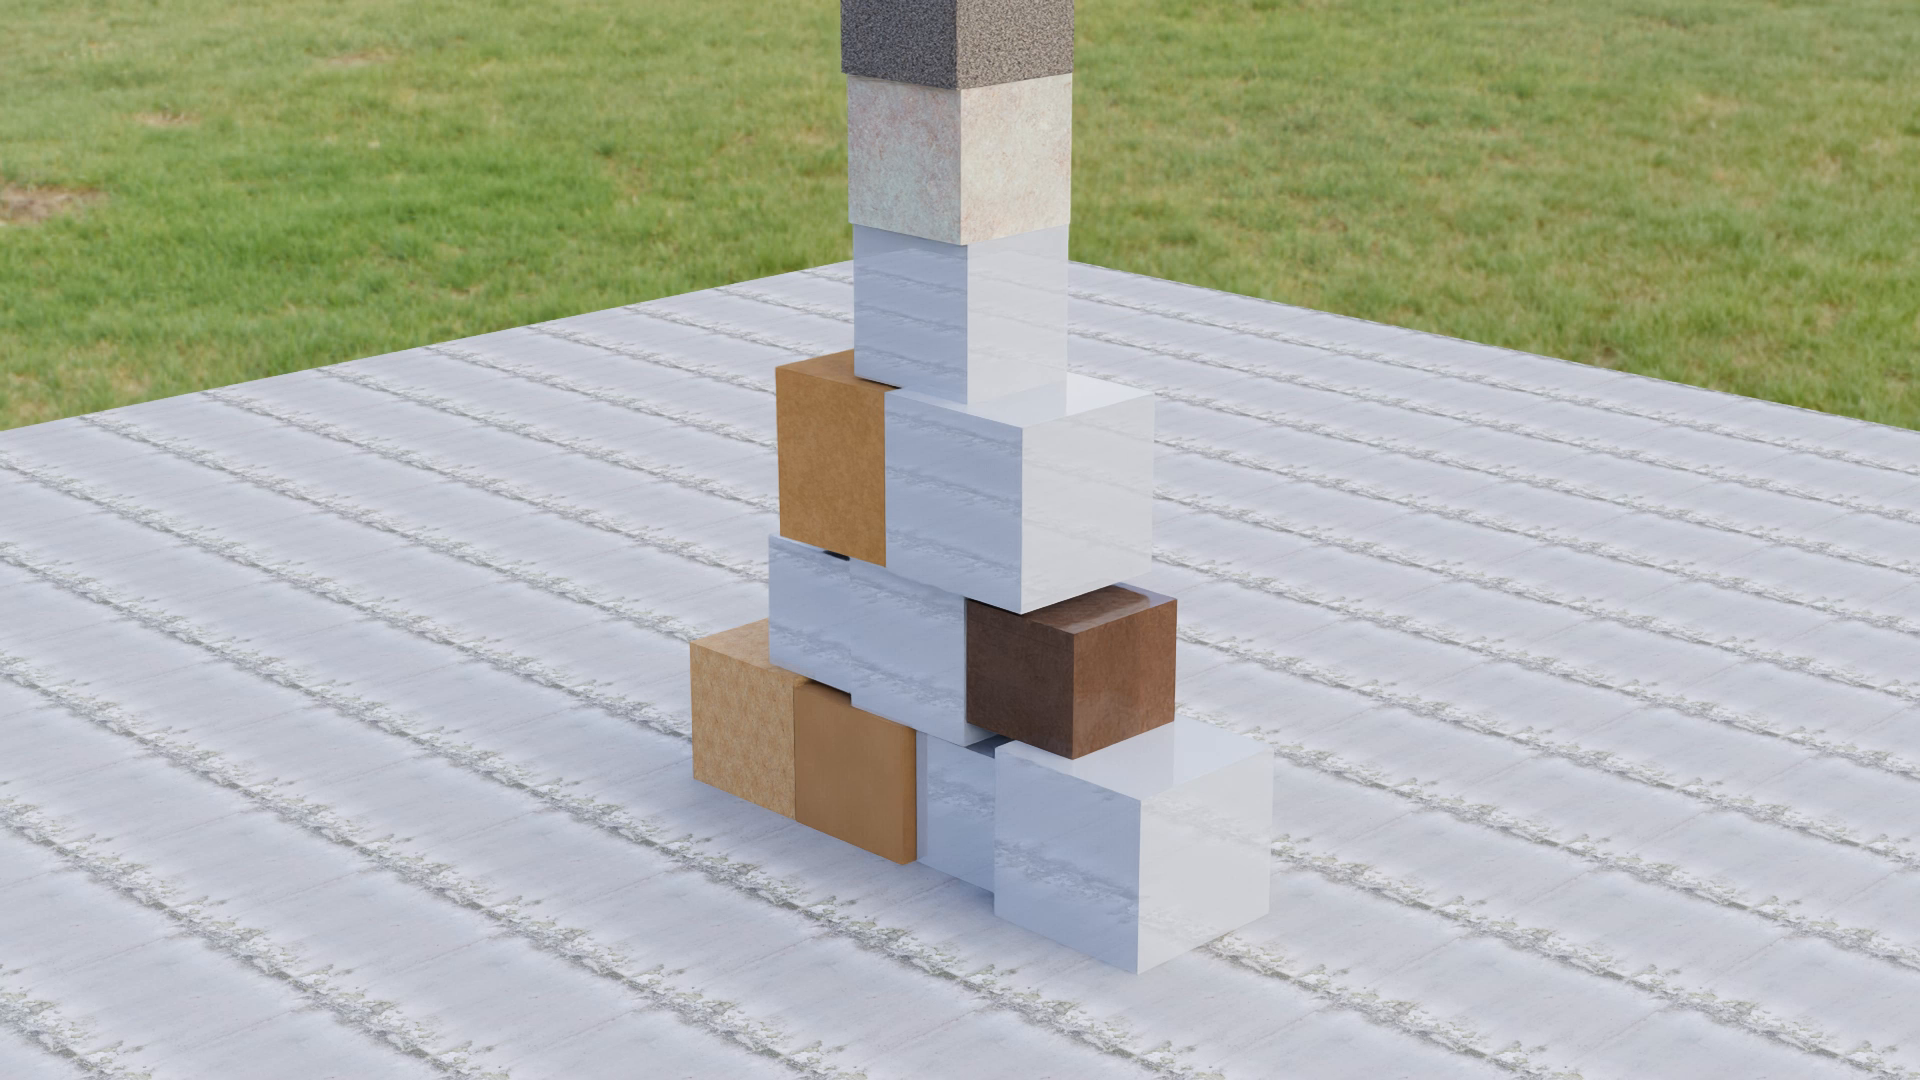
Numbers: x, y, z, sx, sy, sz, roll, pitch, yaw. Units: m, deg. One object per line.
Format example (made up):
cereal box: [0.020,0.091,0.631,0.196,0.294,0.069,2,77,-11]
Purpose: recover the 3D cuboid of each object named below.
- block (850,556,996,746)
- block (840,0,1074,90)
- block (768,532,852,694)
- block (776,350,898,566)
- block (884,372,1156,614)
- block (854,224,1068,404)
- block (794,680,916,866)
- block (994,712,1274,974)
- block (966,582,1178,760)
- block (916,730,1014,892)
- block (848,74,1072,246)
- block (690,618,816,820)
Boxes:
block: [-0.001,0.415,13.494,0.737,0.757,0.688,17,24,42]
block: [-0.011,-2.306,12.601,0.713,0.596,0.706,-17,24,-42]
block: [-0.484,0.287,13.955,0.591,0.647,0.612,-17,25,-42]
block: [-0.314,-0.413,13.520,0.756,0.807,0.733,-17,23,-42]
block: [0.262,-0.253,12.984,0.839,0.825,0.838,17,24,42]
block: [0.002,-1.062,13.007,0.714,0.702,0.628,17,24,42]
block: [-0.272,1.026,13.944,0.715,0.680,0.736,-17,24,-42]
block: [0.764,1.284,12.926,0.878,0.798,0.850,-17,24,-42]
block: [0.495,0.537,13.014,0.669,0.576,0.644,-17,24,-42]
block: [0.243,1.187,13.485,0.595,0.650,0.661,-17,24,-42]
block: [-0.002,-1.710,12.798,0.681,0.660,0.699,-17,24,-42]
block: [-0.804,0.846,14.453,0.717,0.720,0.758,-17,24,-42]
